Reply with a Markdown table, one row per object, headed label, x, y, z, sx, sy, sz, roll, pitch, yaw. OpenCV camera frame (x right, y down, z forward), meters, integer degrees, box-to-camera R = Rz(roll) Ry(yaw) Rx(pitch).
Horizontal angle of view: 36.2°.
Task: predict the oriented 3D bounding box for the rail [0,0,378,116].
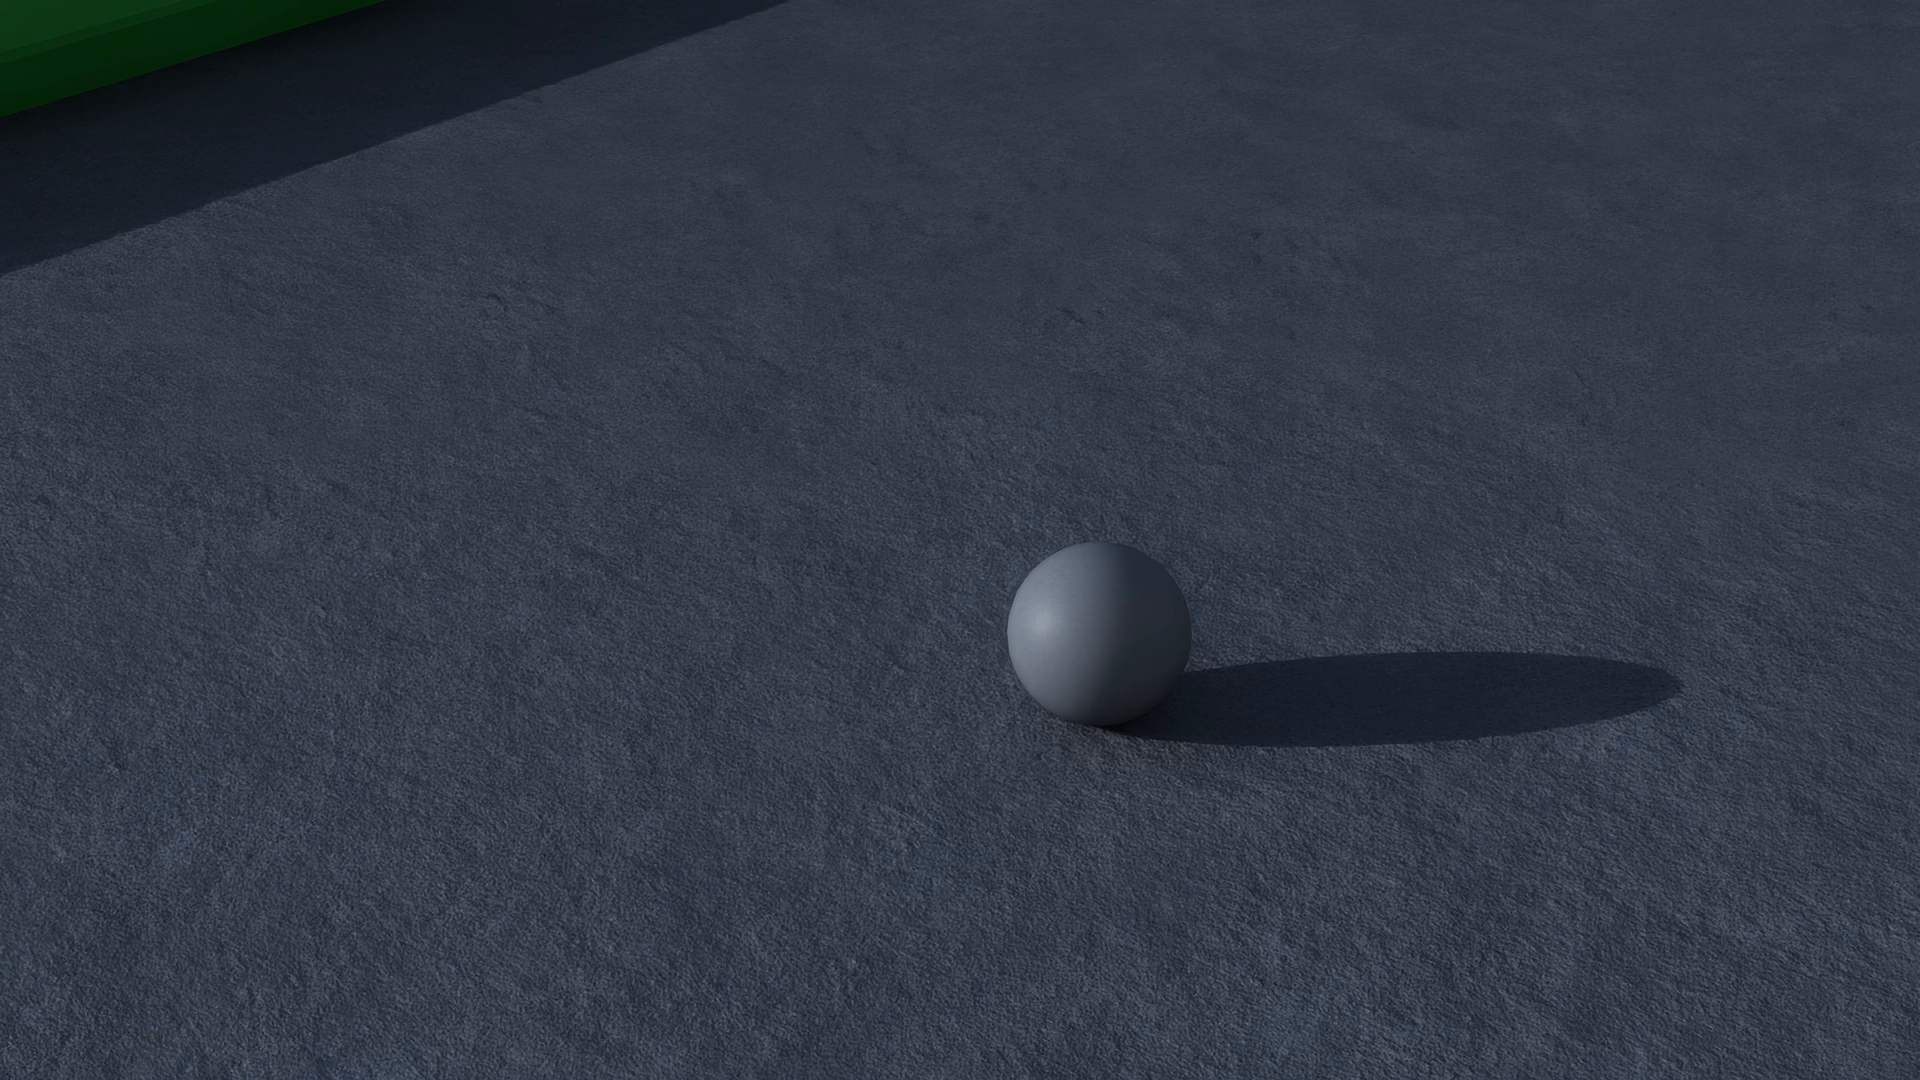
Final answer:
| label | x | y | z | sx | sy | sz | roll | pitch | yaw |
| --- | --- | --- | --- | --- | --- | --- | --- | --- | --- |
| rail | -0.252 | -0.728 | 3.078 | 0.045 | 0.129 | 4.268 | 19 | 33 | 33 |

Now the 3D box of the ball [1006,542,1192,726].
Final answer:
| label | x | y | z | sx | sy | sz | roll | pitch | yaw |
| --- | --- | --- | --- | --- | --- | --- | --- | --- | --- |
| ball | 0.075 | 0.050 | 1.579 | 0.099 | 0.099 | 0.099 | 0 | 27 | 0 |
